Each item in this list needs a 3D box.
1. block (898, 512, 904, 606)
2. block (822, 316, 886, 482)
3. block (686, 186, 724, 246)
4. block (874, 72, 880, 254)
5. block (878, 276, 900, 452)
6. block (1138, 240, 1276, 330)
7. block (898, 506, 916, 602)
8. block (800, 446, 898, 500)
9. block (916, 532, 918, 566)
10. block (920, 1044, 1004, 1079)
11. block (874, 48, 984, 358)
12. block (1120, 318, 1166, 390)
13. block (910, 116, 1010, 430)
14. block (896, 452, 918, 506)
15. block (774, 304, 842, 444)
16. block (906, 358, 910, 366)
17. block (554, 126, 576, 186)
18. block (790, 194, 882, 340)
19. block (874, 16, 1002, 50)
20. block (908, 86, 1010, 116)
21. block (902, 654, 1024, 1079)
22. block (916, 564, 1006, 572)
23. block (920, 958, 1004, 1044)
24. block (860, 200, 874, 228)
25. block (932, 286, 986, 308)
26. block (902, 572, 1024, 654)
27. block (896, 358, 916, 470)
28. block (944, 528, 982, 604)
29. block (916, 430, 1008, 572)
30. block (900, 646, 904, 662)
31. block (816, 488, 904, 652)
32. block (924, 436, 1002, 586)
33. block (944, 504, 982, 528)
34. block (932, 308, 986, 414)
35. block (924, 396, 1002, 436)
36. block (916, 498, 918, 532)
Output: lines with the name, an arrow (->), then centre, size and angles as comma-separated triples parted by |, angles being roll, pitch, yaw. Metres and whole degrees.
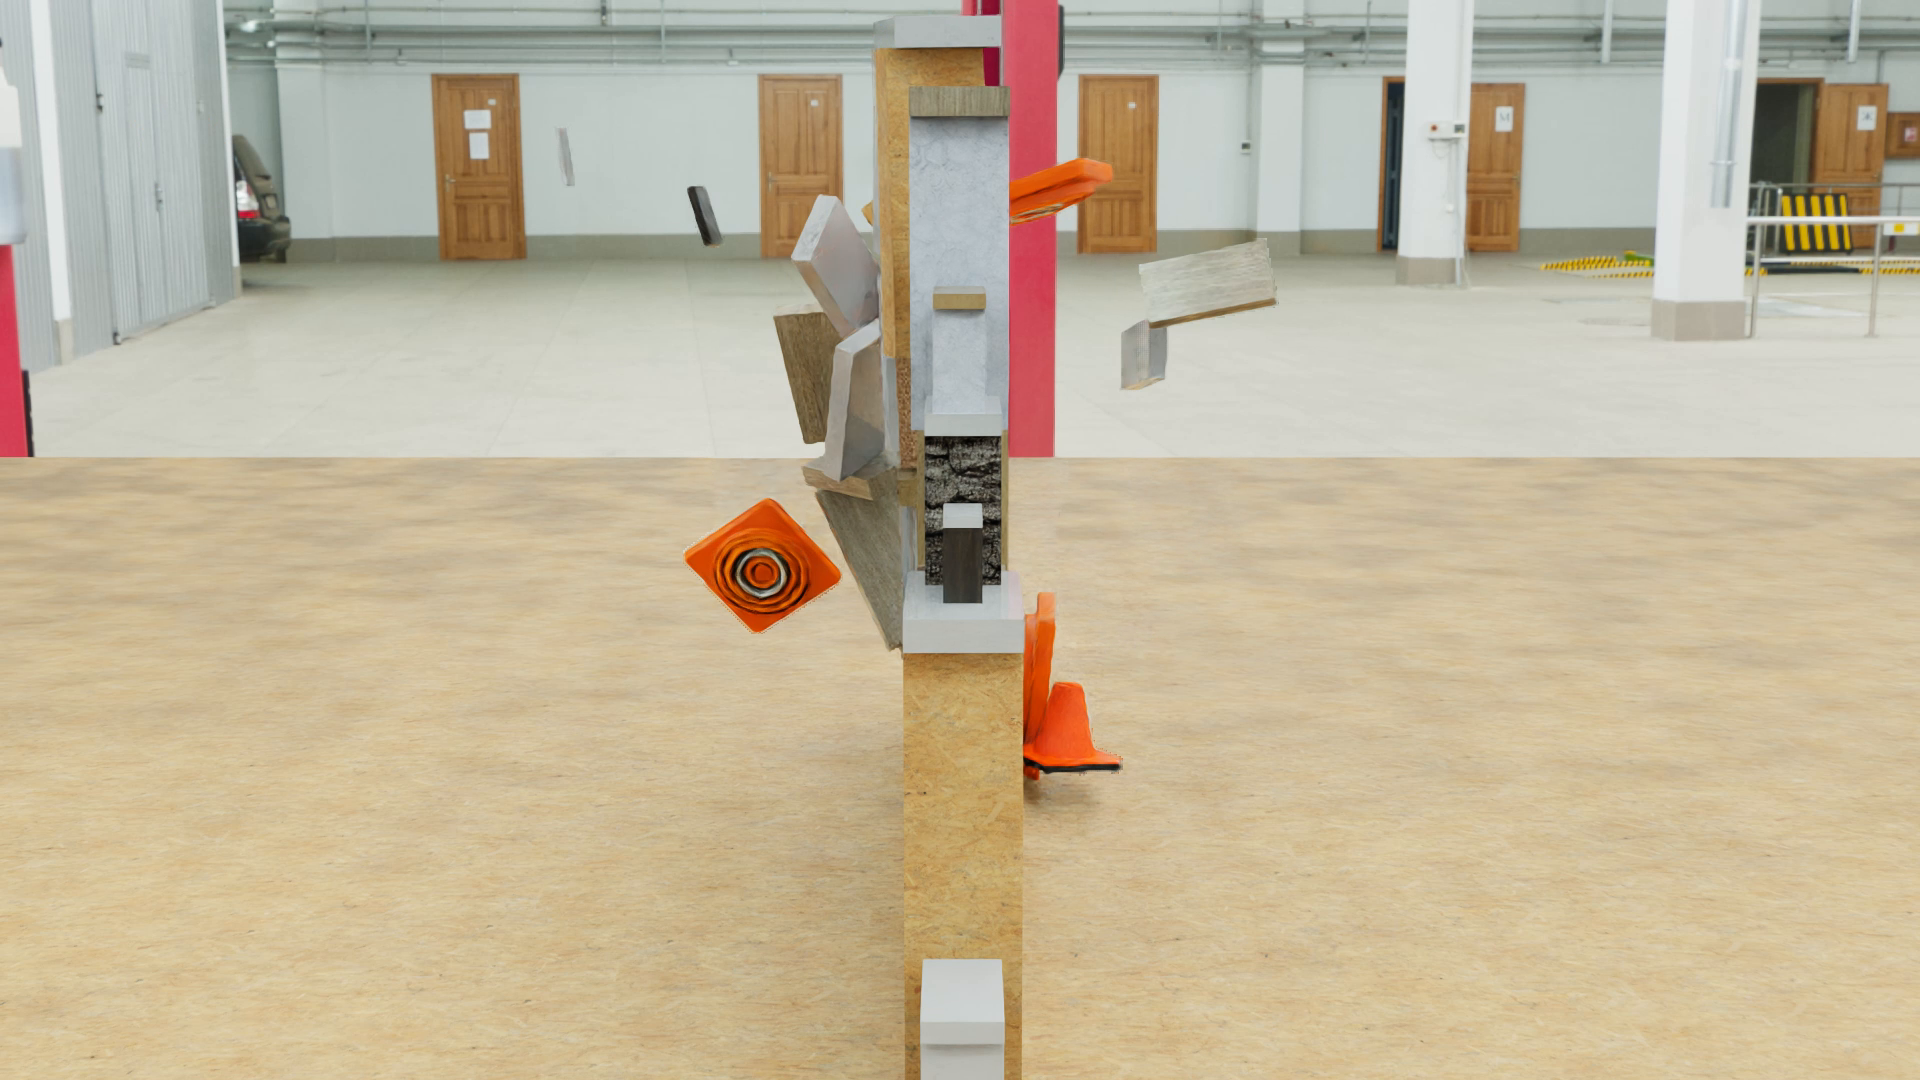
block -> -0.026, 0.046, 3.973 | 0.160, 0.320, 0.045 | -3, 11, -2
block -> -0.187, -0.264, 4.131 | 0.041, 0.291, 0.145 | 27, 42, 23
block -> -0.436, -0.554, 3.762 | 0.015, 0.103, 0.052 | -16, 4, 17
block -> -0.061, -0.665, 3.772 | 0.170, 0.340, 0.048 | -7, 17, -25
block -> -0.061, -0.321, 3.974 | 0.157, 0.313, 0.044 | -4, 6, -13
block -> 0.456, -0.472, 4.063 | 0.235, 0.117, 0.033 | -11, -18, 7
block -> -0.014, 0.191, 3.783 | 0.160, 0.532, 0.045 | -2, 11, -1
block -> -0.179, -0.140, 4.280 | 0.148, 0.042, 0.296 | -26, 18, -23
block -> 0.002, 0.116, 3.473 | 0.140, 0.280, 0.040 | 0, 11, 0
block -> 0.003, 0.682, 2.629 | 0.099, 0.198, 0.028 | 0, 11, 0
block -> -0.043, -0.547, 3.570 | 0.170, 0.490, 0.048 | -6, 11, -24
block -> 0.357, -0.361, 4.292 | 0.033, 0.117, 0.288 | 1, -1, -6
block -> -0.001, -0.376, 3.115 | 0.140, 0.440, 0.040 | 0, 11, 0
block -> -0.029, -0.113, 3.833 | 0.160, 0.045, 0.320 | -3, 11, -2
block -> -0.264, -0.329, 4.344 | 0.145, 0.291, 0.041 | -3, 33, 14
block -> -0.030, -0.297, 3.635 | 0.091, 0.026, 0.182 | -4, 10, -11
block -> -0.711, -0.690, 3.954 | 0.015, 0.104, 0.052 | -12, 17, -17
block -> -0.221, -0.502, 4.147 | 0.041, 0.145, 0.291 | 9, -25, 26
block -> -0.041, -0.834, 3.624 | 0.170, 0.048, 0.340 | -2, 12, -7
block -> -0.001, -0.629, 3.163 | 0.140, 0.040, 0.280 | 0, 10, 0
block -> 0.004, 0.435, 2.807 | 0.150, 0.620, 0.043 | 0, 11, 0
block -> 0.002, 0.079, 3.134 | 0.131, 0.037, 0.262 | 0, 11, 0
block -> 0.003, 0.559, 2.673 | 0.099, 0.028, 0.198 | 0, 11, 0
block -> -0.133, -0.637, 4.178 | 0.104, 0.052, 0.015 | -38, 12, -6
block -> -0.001, -0.317, 2.870 | 0.068, 0.019, 0.136 | 0, 11, 0
block -> 0.004, 0.091, 2.845 | 0.150, 0.043, 0.301 | 0, 10, 0
block -> -0.030, -0.282, 3.756 | 0.157, 0.313, 0.044 | -3, 5, -2
block -> 0.004, 0.030, 2.782 | 0.050, 0.099, 0.014 | 0, 10, 0
block -> 0.004, -0.090, 3.299 | 0.136, 0.433, 0.039 | 0, 10, 0
block -> -0.048, 0.227, 4.235 | 0.115, 0.033, 0.230 | -11, 11, -5
block -> -0.145, 0.032, 4.334 | 0.148, 0.350, 0.042 | -23, -13, -13
block -> 0.004, -0.042, 2.892 | 0.100, 0.201, 0.028 | 0, 11, 0
block -> 0.003, -0.031, 2.804 | 0.049, 0.014, 0.099 | 0, 10, 0
block -> -0.001, -0.232, 2.840 | 0.068, 0.136, 0.019 | 0, 11, 0
block -> 0.004, -0.167, 2.937 | 0.100, 0.028, 0.201 | 0, 11, 0
block -> 0.002, -0.058, 3.535 | 0.140, 0.040, 0.280 | 0, 11, 0
